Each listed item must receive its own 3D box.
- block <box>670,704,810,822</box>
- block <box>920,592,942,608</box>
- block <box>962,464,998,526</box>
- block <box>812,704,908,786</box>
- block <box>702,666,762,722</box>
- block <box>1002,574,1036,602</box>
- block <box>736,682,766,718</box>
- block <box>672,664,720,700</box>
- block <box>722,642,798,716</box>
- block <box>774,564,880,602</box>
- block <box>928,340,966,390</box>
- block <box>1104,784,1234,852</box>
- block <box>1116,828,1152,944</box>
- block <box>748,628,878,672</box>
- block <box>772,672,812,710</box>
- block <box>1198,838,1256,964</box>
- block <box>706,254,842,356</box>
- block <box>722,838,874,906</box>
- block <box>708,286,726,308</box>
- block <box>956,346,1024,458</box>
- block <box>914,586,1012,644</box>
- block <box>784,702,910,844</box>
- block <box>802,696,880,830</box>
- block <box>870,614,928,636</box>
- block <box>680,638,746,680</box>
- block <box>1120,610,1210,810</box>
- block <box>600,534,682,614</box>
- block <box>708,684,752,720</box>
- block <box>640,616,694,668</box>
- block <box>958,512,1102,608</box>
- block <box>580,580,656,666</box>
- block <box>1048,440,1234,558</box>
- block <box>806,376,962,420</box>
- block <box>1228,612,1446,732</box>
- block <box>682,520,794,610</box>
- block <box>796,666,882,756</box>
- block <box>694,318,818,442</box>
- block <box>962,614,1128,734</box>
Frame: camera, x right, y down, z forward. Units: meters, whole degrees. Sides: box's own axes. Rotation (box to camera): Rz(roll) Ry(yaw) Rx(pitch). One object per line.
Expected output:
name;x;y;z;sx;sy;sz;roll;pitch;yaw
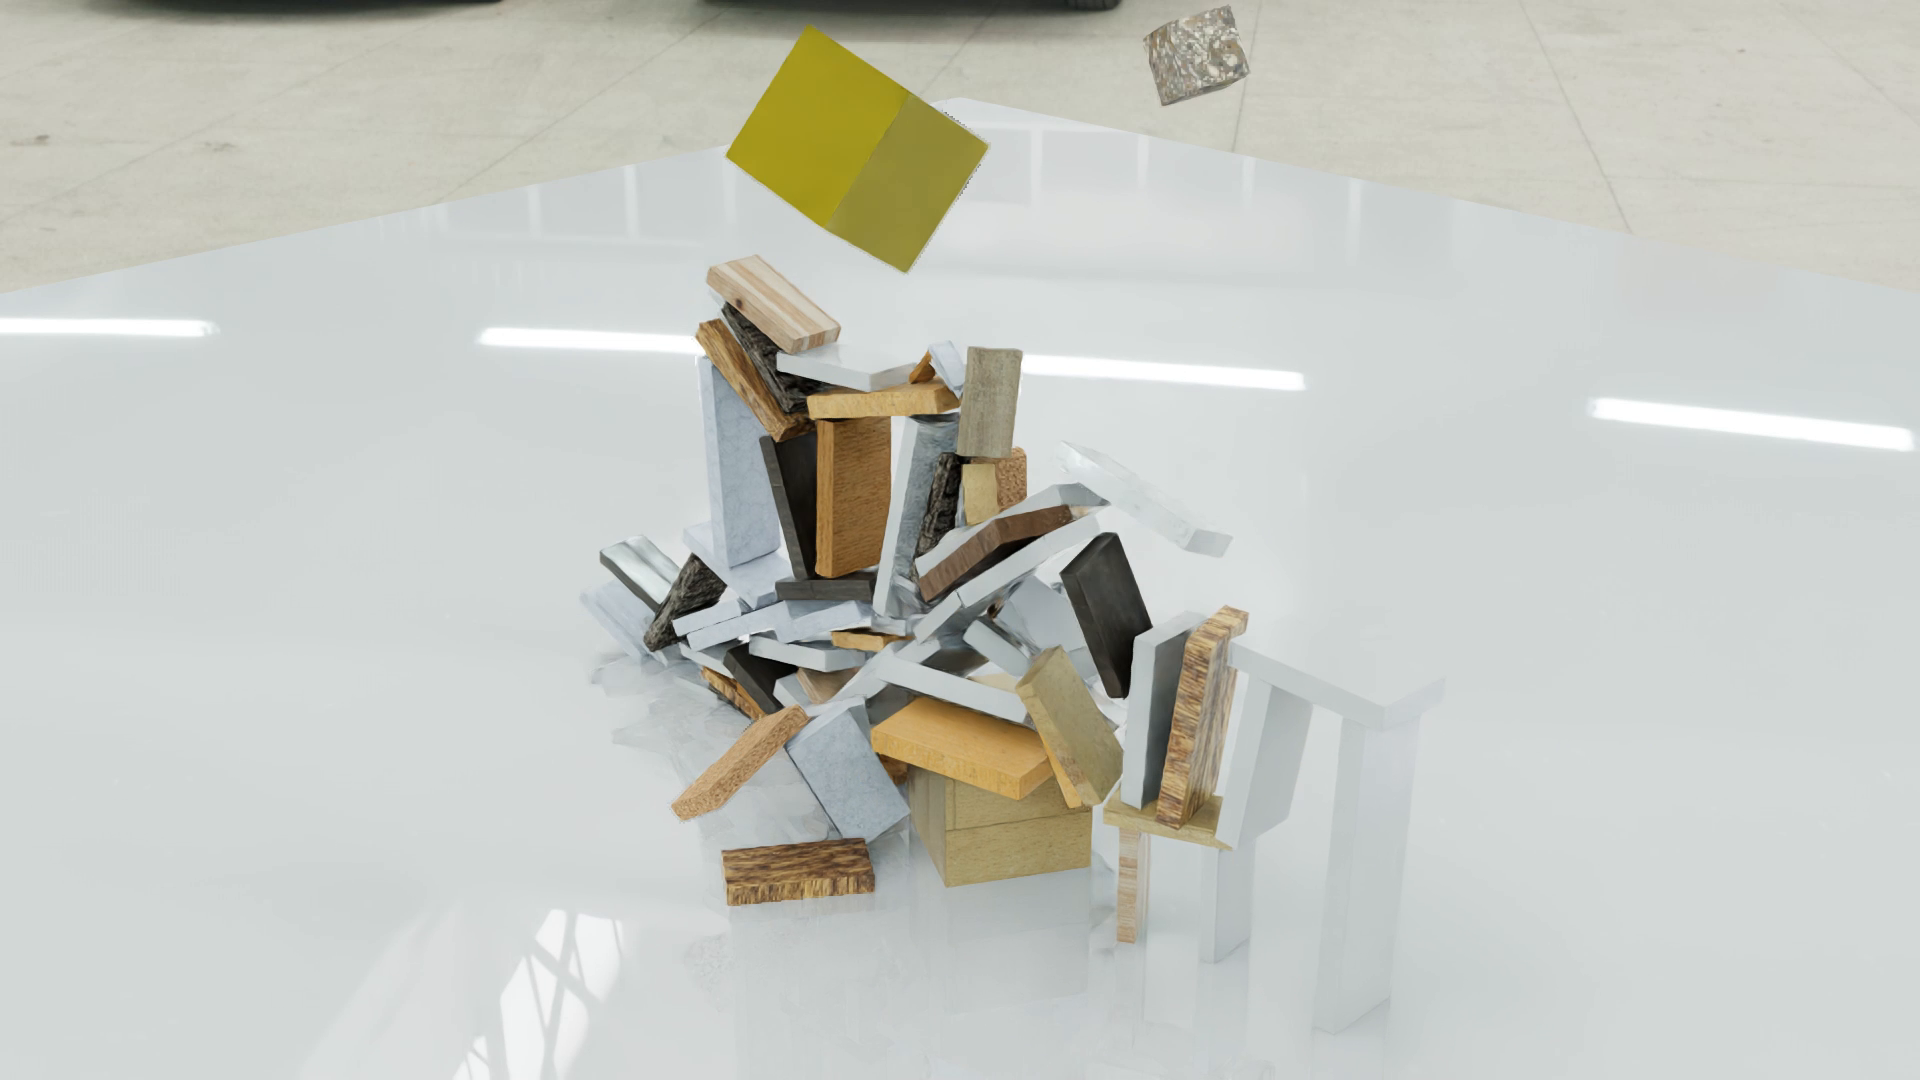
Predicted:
block;-0.418;0.423;4.186;0.139;0.039;0.278;-25;14;49
block;-0.060;0.115;4.246;0.095;0.014;0.048;24;-11;42
block;0.038;-0.084;4.130;0.062;0.017;0.123;-1;63;-7
block;-0.179;0.405;4.596;0.130;0.037;0.260;-20;50;-39
block;-0.468;0.326;4.871;0.101;0.029;0.203;-22;46;-41
block;0.097;0.058;4.271;0.078;0.022;0.156;-28;30;1
block;-0.386;0.360;4.793;0.101;0.029;0.202;-18;46;-38
block;-0.575;0.322;4.976;0.142;0.020;0.071;19;29;37
block;-0.359;0.333;4.759;0.155;0.044;0.310;-20;55;-39
block;-0.226;0.085;4.496;0.149;0.042;0.297;-19;12;-42
block;-0.017;-0.329;4.140;0.050;0.014;0.101;-12;65;-39
block;0.391;0.490;3.944;0.241;0.034;0.121;10;25;22
block;0.320;0.603;4.031;0.034;0.241;0.121;7;24;16
block;-0.305;0.228;4.685;0.155;0.044;0.310;-9;10;-35
block;-0.239;0.384;4.666;0.155;0.044;0.310;-20;51;-39
block;0.482;0.631;3.963;0.034;0.241;0.121;19;30;37
block;-0.377;-0.476;4.432;0.265;0.037;0.132;41;41;25
block;-0.312;0.635;4.215;0.278;0.039;0.139;-4;23;-9
block;-0.456;-0.482;4.525;0.063;0.018;0.127;-18;55;-41
block;0.056;-0.259;4.135;0.102;0.204;0.029;0;14;-27
block;0.004;0.128;4.122;0.112;0.032;0.224;-19;-13;-28
block;-0.219;0.462;4.271;0.139;0.278;0.039;-35;29;-11
block;-0.224;0.443;4.356;0.130;0.260;0.037;-13;23;0
block;-0.092;0.166;4.400;0.111;0.031;0.221;-7;3;-19
block;-0.521;0.255;4.900;0.101;0.029;0.203;-21;29;-40
block;0.365;0.302;3.919;0.046;0.326;0.163;22;30;36
block;-0.710;0.078;5.040;0.117;0.033;0.235;-22;46;-36
block;-0.486;0.345;4.891;0.071;0.020;0.142;-21;41;-40
block;-0.672;0.230;5.058;0.071;0.020;0.142;-10;50;-34
block;0.121;0.037;3.883;0.131;0.037;0.263;-24;-6;-42
block;-0.771;0.189;5.156;0.117;0.033;0.235;-22;55;-41
block;0.322;-0.073;3.930;0.318;0.045;0.159;35;12;29
block;-0.122;-0.278;4.281;0.324;0.046;0.162;0;14;39
block;0.622;0.217;3.648;0.163;0.046;0.326;-20;30;-38
block;-0.468;0.045;4.763;0.134;0.038;0.268;-19;46;-39
block;-0.227;0.349;4.586;0.130;0.037;0.260;-8;43;-29
block;-0.398;-0.340;4.516;0.151;0.043;0.302;-21;64;-42
block;0.166;0.261;4.193;0.335;0.047;0.167;37;9;7
